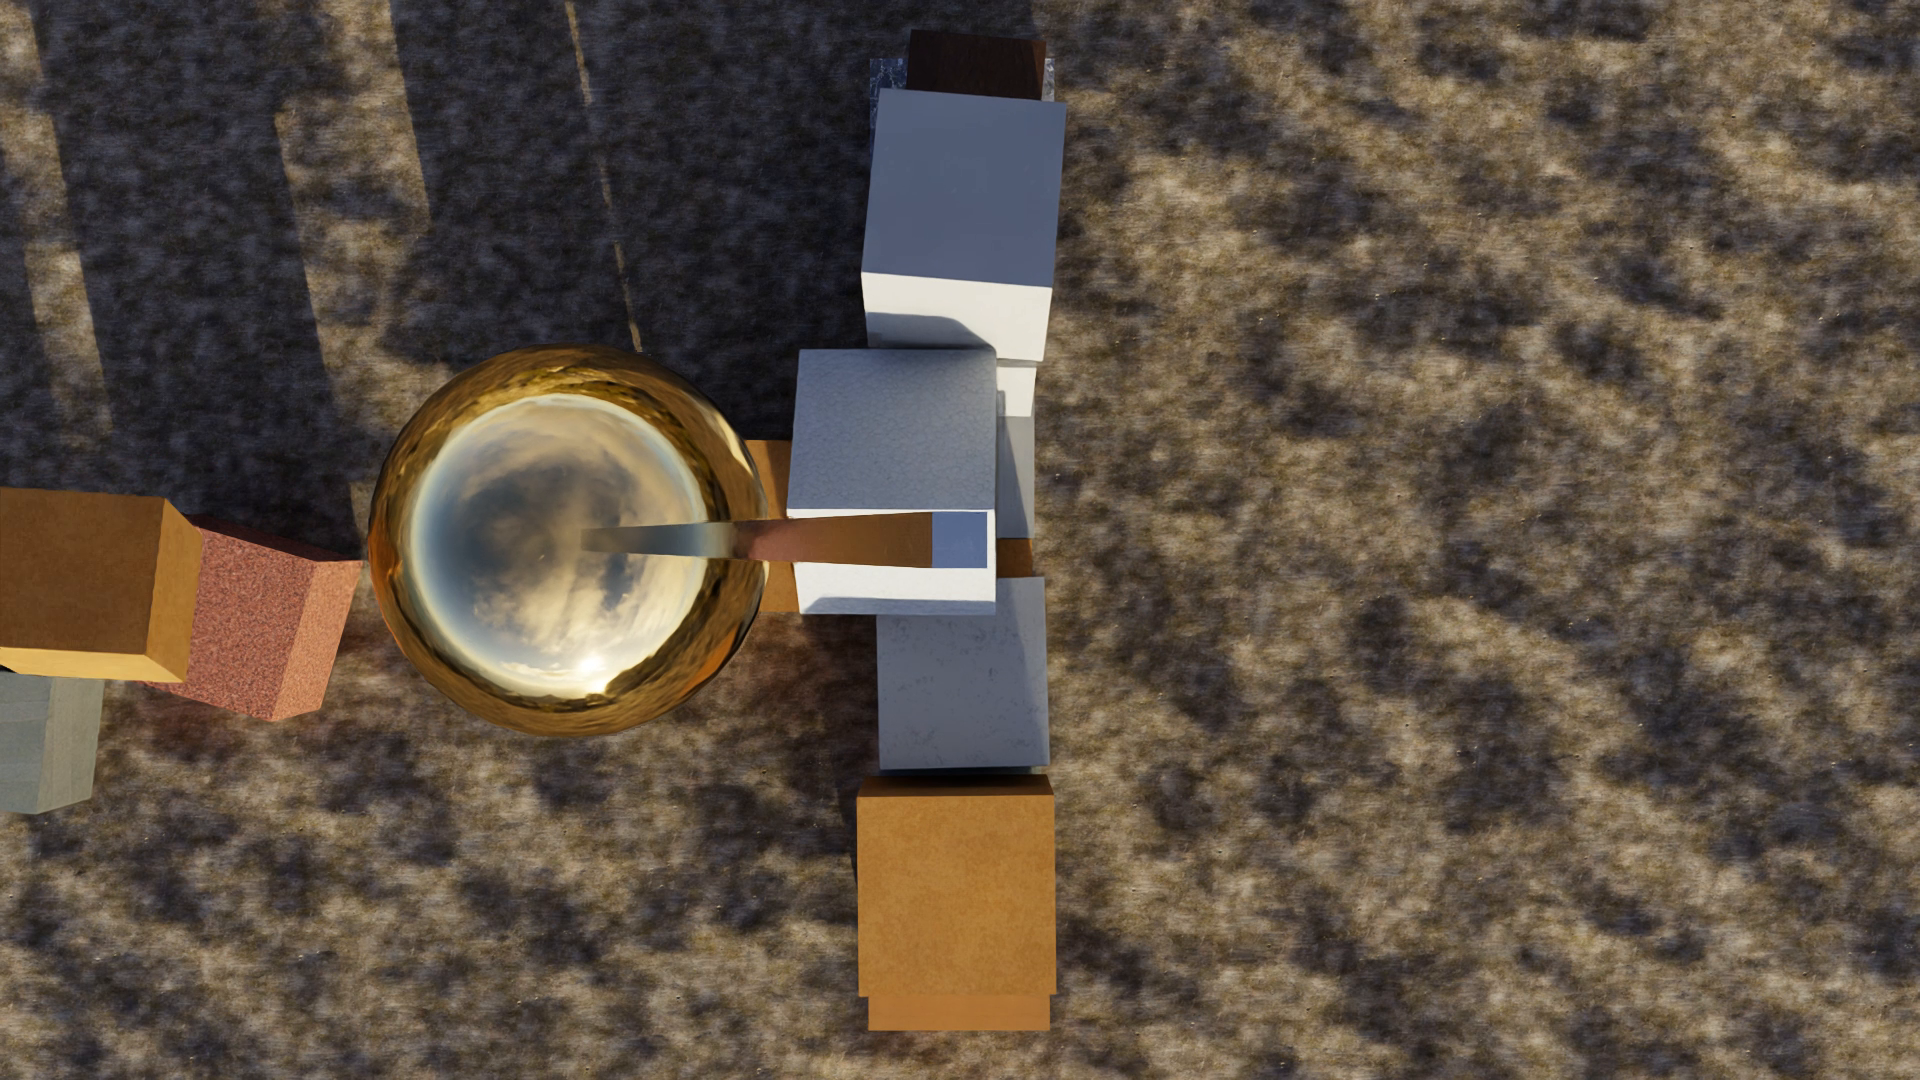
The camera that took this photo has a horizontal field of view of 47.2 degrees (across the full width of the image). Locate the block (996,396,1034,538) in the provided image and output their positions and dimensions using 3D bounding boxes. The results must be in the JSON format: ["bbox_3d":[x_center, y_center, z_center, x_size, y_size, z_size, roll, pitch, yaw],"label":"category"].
[{"bbox_3d":[0.011,-0.419,12.543,0.792,0.914,0.812,0,90,0],"label":"block"}]

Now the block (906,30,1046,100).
[{"bbox_3d":[0.065,-2.257,11.754,0.706,0.728,0.721,5,90,0],"label":"block"}]

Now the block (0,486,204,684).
[{"bbox_3d":[-3.966,0.218,10.024,0.760,0.795,0.712,4,77,-6],"label":"block"}]

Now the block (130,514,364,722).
[{"bbox_3d":[-4.126,0.423,12.537,0.981,0.926,0.915,16,90,0],"label":"block"}]

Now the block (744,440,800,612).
[{"bbox_3d":[-1.098,-0.078,12.501,0.950,0.998,0.935,0,90,0],"label":"block"}]

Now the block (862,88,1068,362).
[{"bbox_3d":[0.021,-1.539,10.885,0.896,1.037,0.945,5,76,1],"label":"block"}]

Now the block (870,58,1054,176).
[{"bbox_3d":[0.012,-2.104,12.559,1.016,0.882,1.099,0,90,0],"label":"block"}]

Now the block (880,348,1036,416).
[{"bbox_3d":[-0.004,-1.199,11.749,0.809,0.806,0.847,2,76,0],"label":"block"}]

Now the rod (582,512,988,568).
[{"bbox_3d":[-0.677,0.000,5.583,0.080,5.200,0.080,0,90,-15],"label":"rod"}]

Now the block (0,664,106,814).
[{"bbox_3d":[-5.473,1.101,12.613,0.765,0.774,0.768,7,90,0],"label":"block"}]

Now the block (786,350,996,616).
[{"bbox_3d":[-0.317,-0.293,11.206,1.000,0.880,1.027,0,53,1],"label":"block"}]

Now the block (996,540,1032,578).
[{"bbox_3d":[-0.019,0.368,12.608,0.836,0.784,0.745,0,90,0],"label":"block"}]

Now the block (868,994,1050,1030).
[{"bbox_3d":[-0.004,2.191,12.443,0.979,1.113,0.922,0,90,0],"label":"block"}]

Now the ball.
[{"bbox_3d":[-1.562,0.000,8.866,1.600,1.600,1.600,0,90,0],"label":"ball"}]

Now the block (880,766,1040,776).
[{"bbox_3d":[0.000,1.236,12.583,0.888,0.834,0.968,0,90,0],"label":"block"}]

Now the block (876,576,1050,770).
[{"bbox_3d":[0.012,0.729,11.746,0.873,0.841,0.971,-2,84,0],"label":"block"}]

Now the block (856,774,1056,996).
[{"bbox_3d":[-0.017,1.765,11.397,0.980,0.980,0.989,-1,90,0],"label":"block"}]
